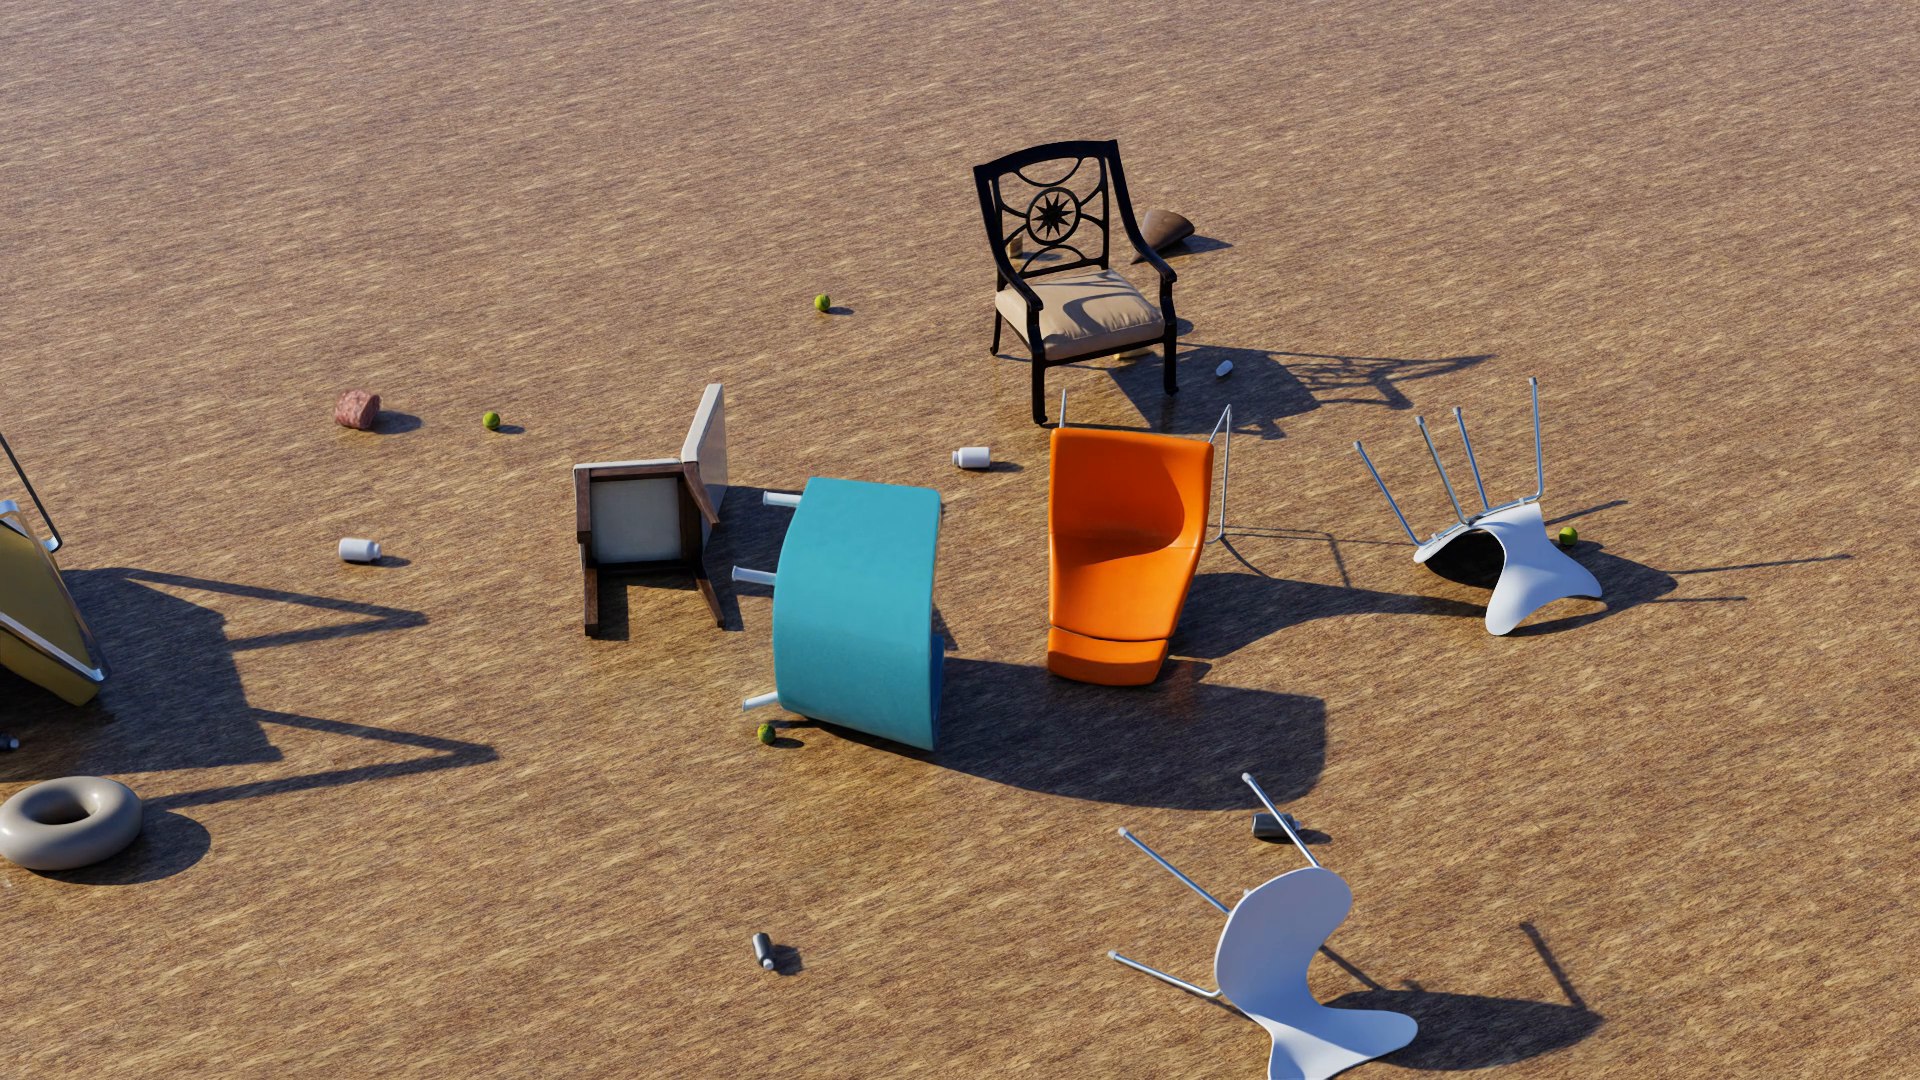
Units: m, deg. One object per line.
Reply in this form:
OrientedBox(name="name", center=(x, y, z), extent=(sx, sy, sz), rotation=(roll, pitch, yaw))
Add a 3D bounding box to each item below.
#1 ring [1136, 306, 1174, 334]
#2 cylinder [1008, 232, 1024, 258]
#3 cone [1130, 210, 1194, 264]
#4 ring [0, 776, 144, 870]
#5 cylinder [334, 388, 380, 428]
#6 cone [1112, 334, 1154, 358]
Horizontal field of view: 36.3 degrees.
OrientedBox(name="ring", center=(0.820, -0.921, 12.293), extent=(0.155, 0.055, 0.184), rotation=(17, 38, 26))
OrientedBox(name="cylinder", center=(0.243, -1.287, 12.812), extent=(0.044, 0.095, 0.081), rotation=(28, 42, 35))
OrientedBox(name="cone", center=(0.833, -1.298, 12.855), extent=(0.260, 0.132, 0.337), rotation=(18, 48, 32))
OrientedBox(name="ring", center=(-2.869, 0.909, 9.427), extent=(0.479, 0.154, 0.385), rotation=(-7, 33, -13))
OrientedBox(name="cylinder", center=(-2.392, -0.521, 11.634), extent=(0.117, 0.104, 0.167), rotation=(12, 52, 18))
OrientedBox(name="cone", center=(0.726, -0.788, 12.101), extent=(0.169, 0.089, 0.128), rotation=(8, 41, -16))
